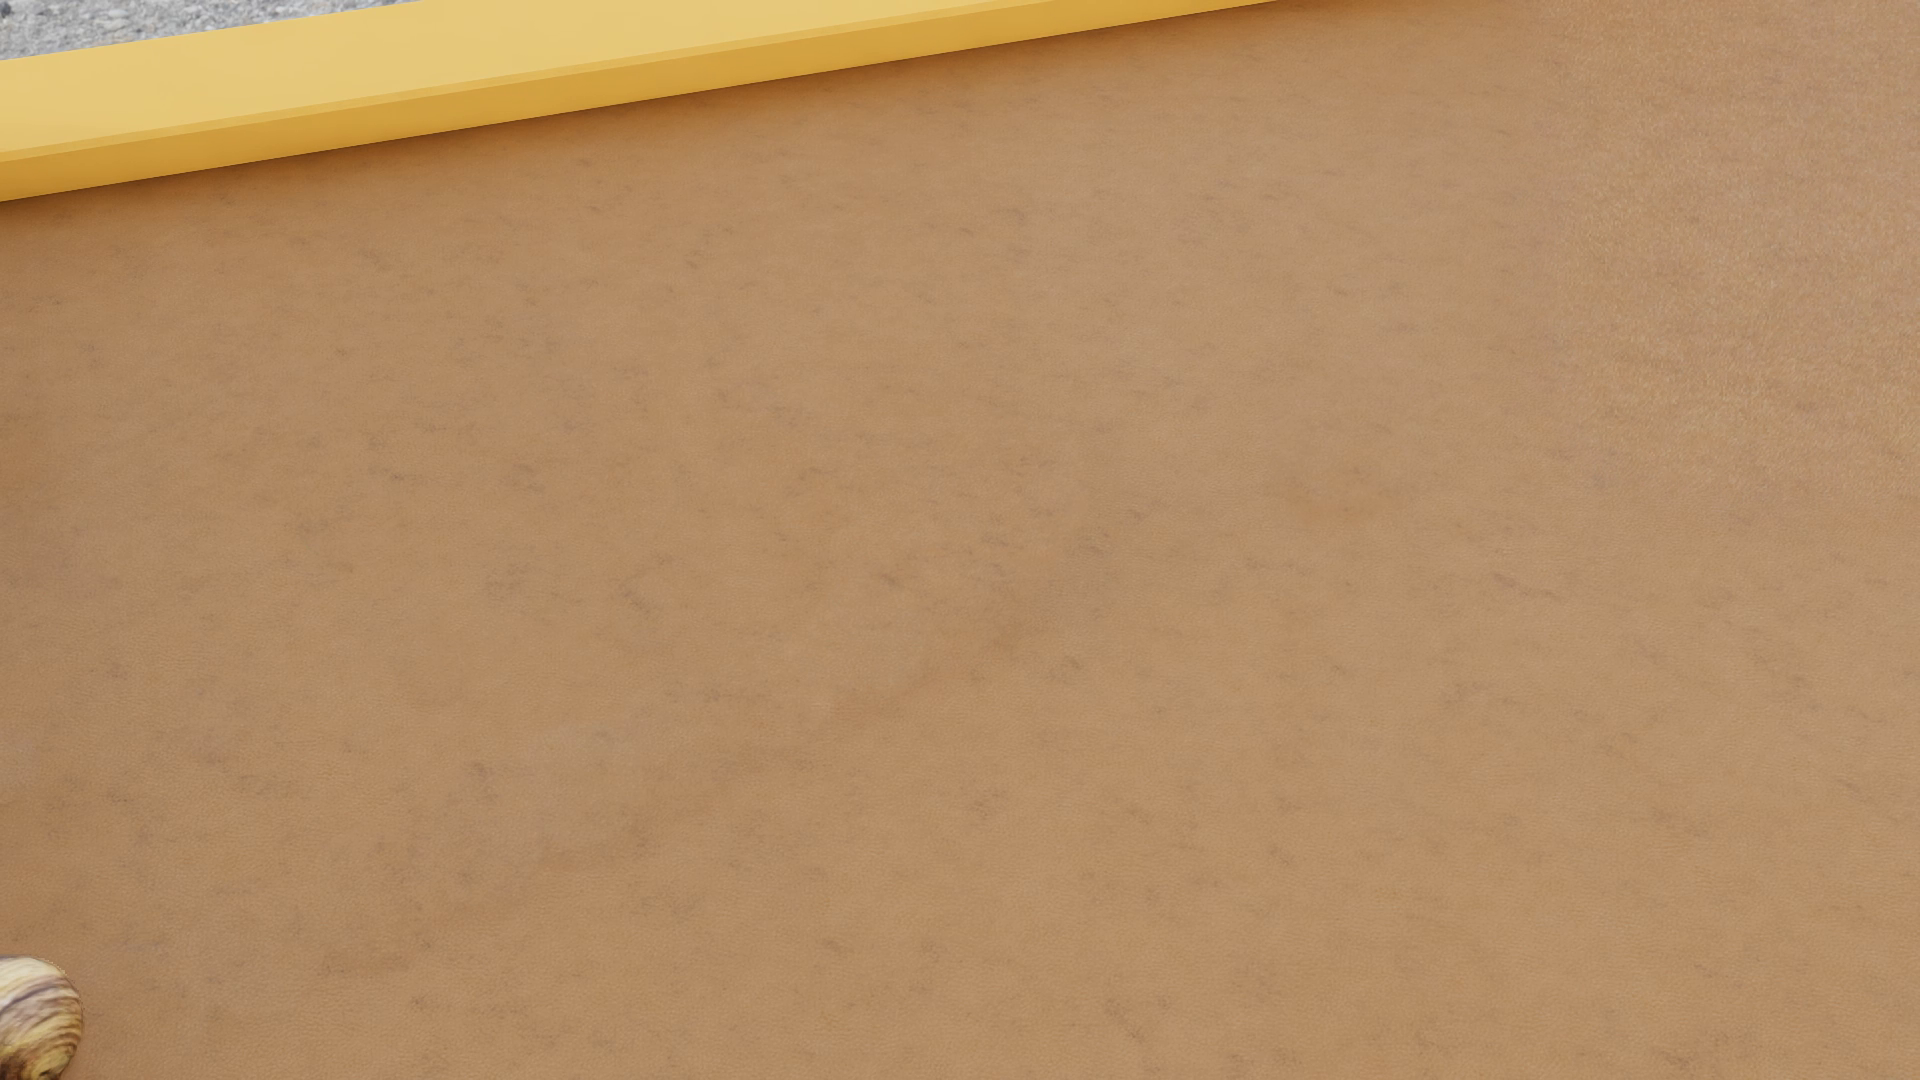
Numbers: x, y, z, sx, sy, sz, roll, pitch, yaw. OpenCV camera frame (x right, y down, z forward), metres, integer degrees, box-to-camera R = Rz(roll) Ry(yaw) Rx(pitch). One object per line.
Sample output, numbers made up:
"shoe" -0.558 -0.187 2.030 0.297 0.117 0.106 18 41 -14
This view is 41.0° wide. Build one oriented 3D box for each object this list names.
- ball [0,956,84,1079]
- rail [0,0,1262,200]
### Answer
"ball" -0.455 0.232 1.231 0.065 0.065 0.065 0 35 0
"rail" 0.366 -0.533 2.264 2.597 0.112 0.045 -12 37 -16
